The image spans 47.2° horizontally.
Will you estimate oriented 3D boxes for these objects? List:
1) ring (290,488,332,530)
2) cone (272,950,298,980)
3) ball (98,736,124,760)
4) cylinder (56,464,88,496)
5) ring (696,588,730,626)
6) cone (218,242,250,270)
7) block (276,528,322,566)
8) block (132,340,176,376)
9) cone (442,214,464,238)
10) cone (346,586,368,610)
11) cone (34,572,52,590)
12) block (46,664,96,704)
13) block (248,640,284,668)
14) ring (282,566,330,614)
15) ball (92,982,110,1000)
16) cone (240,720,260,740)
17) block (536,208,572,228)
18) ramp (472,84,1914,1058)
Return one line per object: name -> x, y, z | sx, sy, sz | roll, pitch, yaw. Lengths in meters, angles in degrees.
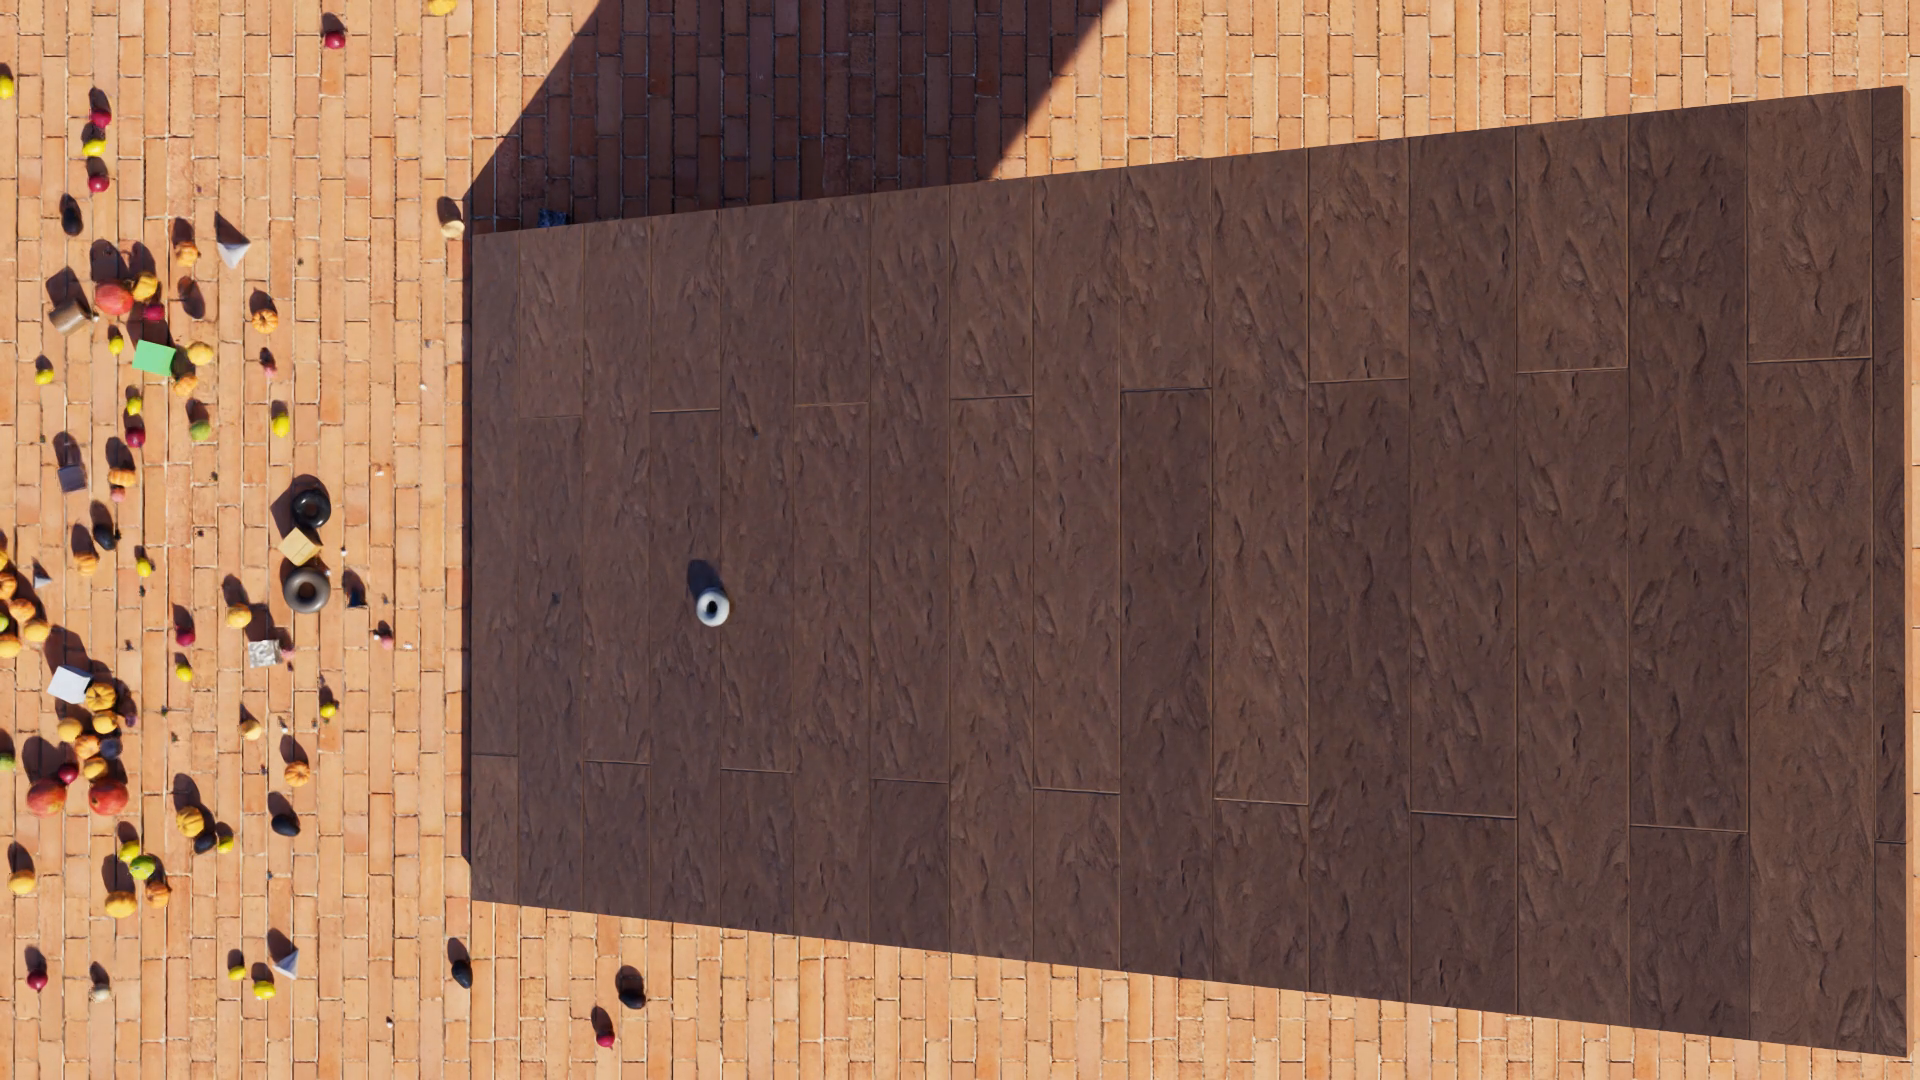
ring -> -1.970, -0.094, 6.677 | 0.123, 0.041, 0.123 | 0, 91, -1
cone -> -2.026, 1.275, 6.666 | 0.082, 0.082, 0.082 | 27, 63, 0
ball -> -2.569, 0.630, 6.656 | 0.069, 0.069, 0.069 | 0, 89, 0
cylinder -> -2.687, -0.182, 6.661 | 0.076, 0.076, 0.076 | -15, 89, 0
ring -> -0.687, 0.186, 6.111 | 0.109, 0.036, 0.109 | 0, 91, 31
cone -> -2.192, -0.883, 6.685 | 0.090, 0.090, 0.090 | -34, 90, -27
block -> -1.997, 0.020, 6.655 | 0.082, 0.082, 0.082 | 44, 90, 0
block -> -2.439, -0.550, 6.658 | 0.087, 0.087, 0.087 | 14, 89, 0
cone -> -1.553, -0.971, 6.690 | 0.070, 0.070, 0.070 | -28, 63, 0
cone -> -1.830, 0.170, 6.655 | 0.066, 0.066, 0.066 | -12, 88, 0
cone -> -2.785, 0.123, 6.683 | 0.055, 0.055, 0.055 | -2, 89, -27
block -> -2.688, 0.436, 6.650 | 0.086, 0.086, 0.086 | 25, 90, 0
block -> -2.102, 0.343, 6.656 | 0.076, 0.076, 0.076 | -6, 89, 0
ring -> -1.982, 0.152, 6.671 | 0.148, 0.049, 0.148 | 0, 89, 1
ball -> -2.600, 1.368, 6.658 | 0.052, 0.052, 0.052 | 0, 89, 0
cone -> -2.156, 0.583, 6.656 | 0.063, 0.063, 0.063 | 0, 98, -2
block -> -1.233, -0.951, 6.664 | 0.082, 0.082, 0.082 | 10, 89, 0
ramp -> 0.264, 0.072, 5.609 | 4.000, 0.100, 2.000 | 0, 89, 31
